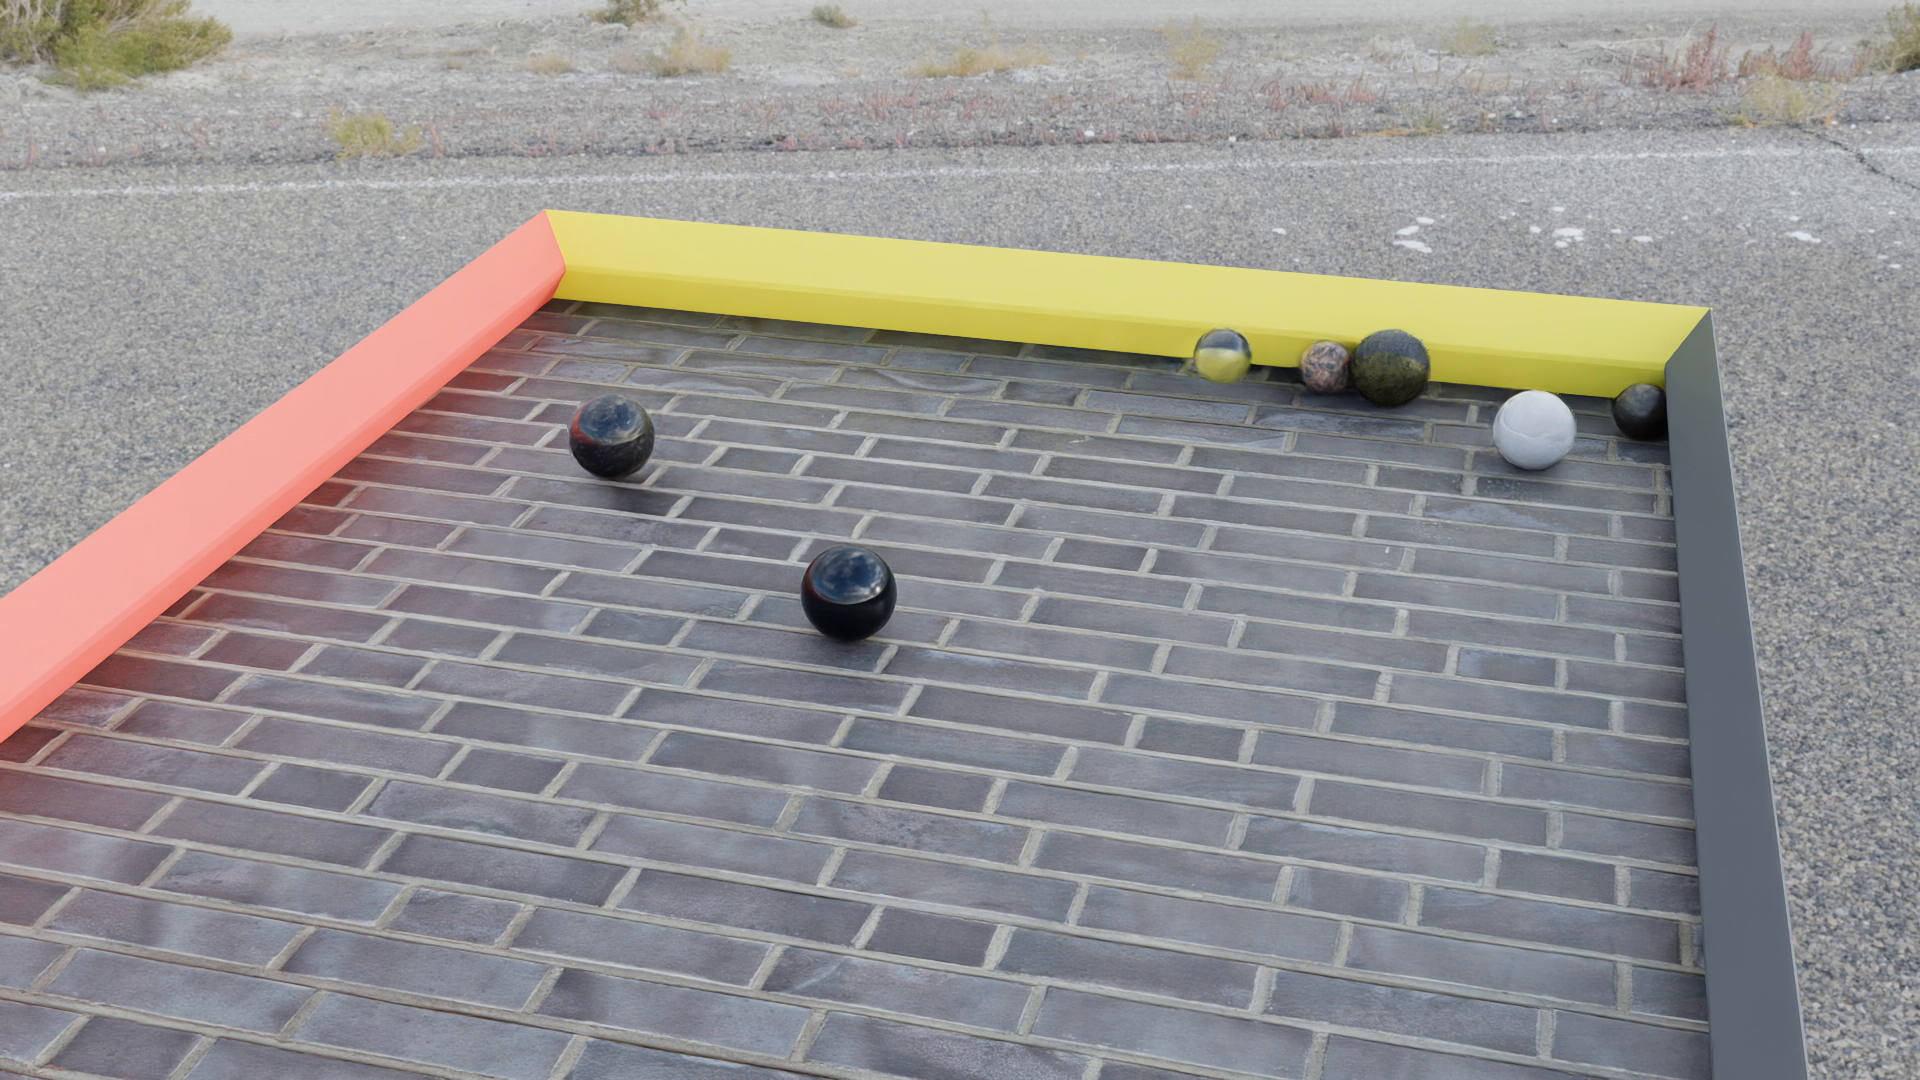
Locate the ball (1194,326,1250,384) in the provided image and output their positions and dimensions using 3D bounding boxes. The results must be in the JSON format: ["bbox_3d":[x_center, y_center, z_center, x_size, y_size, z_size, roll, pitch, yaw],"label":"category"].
[{"bbox_3d":[0.315,-0.221,2.641,0.069,0.069,0.069,0,26,0],"label":"ball"}]

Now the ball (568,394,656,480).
[{"bbox_3d":[-0.379,-0.112,2.394,0.093,0.093,0.093,0,26,0],"label":"ball"}]

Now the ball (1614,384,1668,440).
[{"bbox_3d":[0.774,-0.146,2.493,0.064,0.064,0.064,0,26,0],"label":"ball"}]

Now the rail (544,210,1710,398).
[{"bbox_3d":[0.157,-0.286,2.711,1.460,0.120,0.045,7,27,13],"label":"rail"}]

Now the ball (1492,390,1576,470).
[{"bbox_3d":[0.631,-0.121,2.418,0.087,0.087,0.087,0,26,0],"label":"ball"}]

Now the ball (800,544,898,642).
[{"bbox_3d":[-0.105,0.050,2.068,0.091,0.091,0.091,0,26,0],"label":"ball"}]

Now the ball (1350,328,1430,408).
[{"bbox_3d":[0.503,-0.201,2.574,0.092,0.092,0.092,0,26,0],"label":"ball"}]

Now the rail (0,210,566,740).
[{"bbox_3d":[-0.846,0.177,1.776,0.045,0.120,2.573,7,27,13],"label":"rail"}]

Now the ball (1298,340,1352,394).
[{"bbox_3d":[0.435,-0.205,2.613,0.065,0.065,0.065,0,26,0],"label":"ball"}]

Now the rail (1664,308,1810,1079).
[{"bbox_3d":[0.520,0.336,1.456,0.045,0.120,2.573,7,27,13],"label":"rail"}]
